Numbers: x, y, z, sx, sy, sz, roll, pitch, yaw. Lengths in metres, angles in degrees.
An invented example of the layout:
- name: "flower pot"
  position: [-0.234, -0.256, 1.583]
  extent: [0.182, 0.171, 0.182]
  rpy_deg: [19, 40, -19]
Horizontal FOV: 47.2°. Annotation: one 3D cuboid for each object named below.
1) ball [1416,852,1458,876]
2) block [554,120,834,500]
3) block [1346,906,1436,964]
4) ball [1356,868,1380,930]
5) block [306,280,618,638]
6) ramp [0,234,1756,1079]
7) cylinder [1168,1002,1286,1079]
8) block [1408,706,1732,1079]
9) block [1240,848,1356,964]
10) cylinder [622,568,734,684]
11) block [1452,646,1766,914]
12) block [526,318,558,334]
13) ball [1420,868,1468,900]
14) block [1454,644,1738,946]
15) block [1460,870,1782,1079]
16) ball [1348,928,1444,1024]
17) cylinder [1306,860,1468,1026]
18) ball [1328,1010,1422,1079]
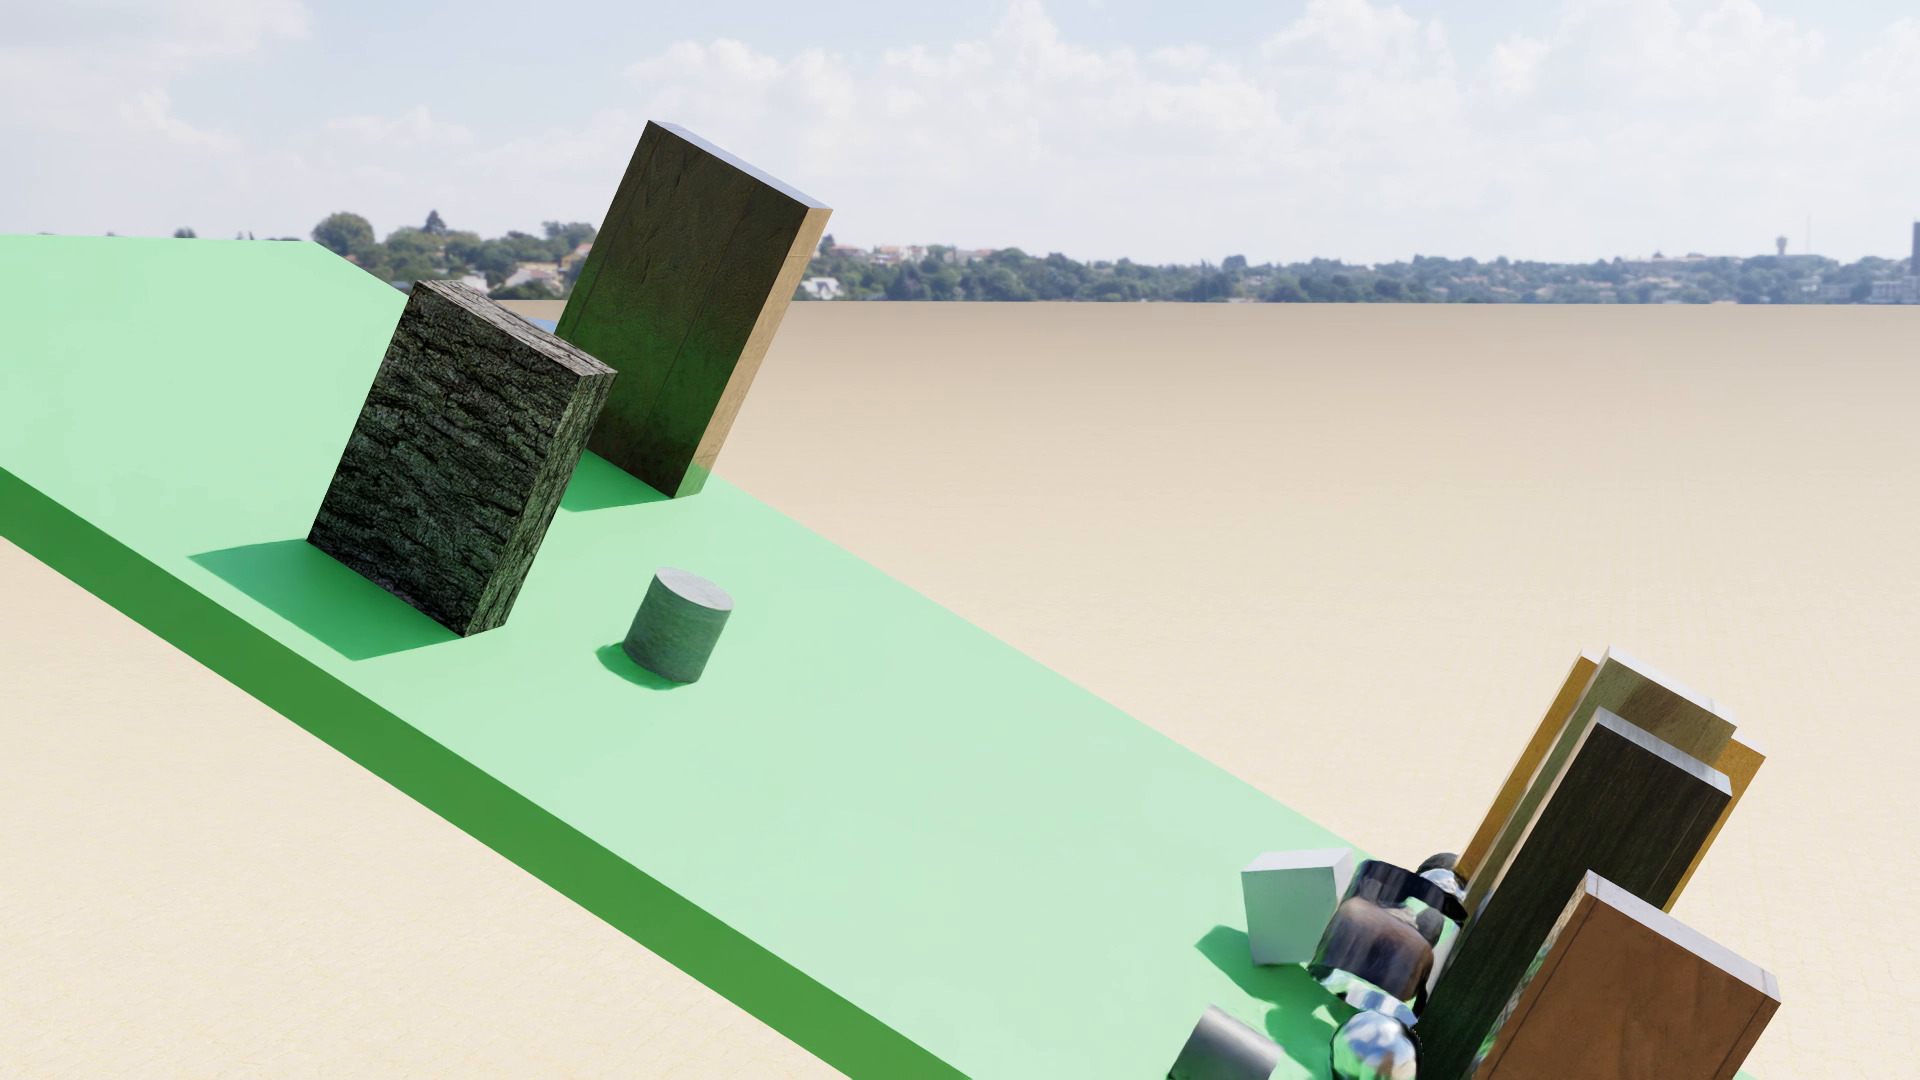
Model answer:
- name: "ball"
  position: [1.036, 0.738, 4.680]
  extent: [0.143, 0.143, 0.143]
  rpy_deg: [0, 7, 0]
- name: "block"
  position: [-0.640, -0.515, 4.935]
  extent: [0.423, 0.722, 0.148]
  rpy_deg: [30, 14, 12]
- name: "block"
  position: [0.824, 0.784, 4.195]
  extent: [0.109, 0.109, 0.109]
  rpy_deg: [33, 15, 23]
- name: "ball"
  position: [0.734, 0.702, 4.243]
  extent: [0.150, 0.150, 0.150]
  rpy_deg: [0, 7, 0]
- name: "block"
  position: [-0.838, -0.139, 3.694]
  extent: [0.332, 0.493, 0.139]
  rpy_deg: [30, 14, 12]
- name: "ramp"
  position: [-0.230, 0.384, 4.152]
  extent: [4.000, 0.100, 2.000]
  rpy_deg: [30, 14, 12]
- name: "cylinder"
  position: [0.404, 0.795, 3.342]
  extent: [0.130, 0.130, 0.130]
  rpy_deg: [30, 15, 13]
- name: "block"
  position: [1.015, 0.657, 3.743]
  extent: [0.241, 0.712, 0.148]
  rpy_deg: [30, 14, 12]
- name: "block"
  position: [0.623, 0.664, 3.997]
  extent: [0.169, 0.169, 0.169]
  rpy_deg: [-7, 1, 22]
- name: "cylinder"
  position: [-0.506, 0.153, 3.954]
  extent: [0.153, 0.153, 0.153]
  rpy_deg: [25, 14, -7]
- name: "block"
  position: [1.219, 0.611, 4.316]
  extent: [0.385, 0.697, 0.105]
  rpy_deg: [30, 14, 12]
- name: "block"
  position: [-0.977, -0.417, 5.157]
  extent: [0.152, 0.152, 0.152]
  rpy_deg: [33, 15, 24]
- name: "ball"
  position: [0.931, 0.706, 4.262]
  extent: [0.137, 0.137, 0.137]
  rpy_deg: [0, 7, 0]
- name: "block"
  position: [1.101, 0.592, 4.014]
  extent: [0.246, 0.772, 0.143]
  rpy_deg: [30, 14, 12]
- name: "block"
  position: [0.868, 0.812, 3.125]
  extent: [0.290, 0.612, 0.120]
  rpy_deg: [30, 14, 12]
- name: "ball"
  position: [0.789, 0.789, 3.977]
  extent: [0.173, 0.173, 0.173]
  rpy_deg: [0, 7, 0]
- name: "cylinder"
  position: [0.739, 0.697, 3.806]
  extent: [0.207, 0.207, 0.207]
  rpy_deg: [27, -19, 10]
- name: "ball"
  position: [0.681, 0.850, 3.612]
  extent: [0.149, 0.149, 0.149]
  rpy_deg: [0, 7, 0]
